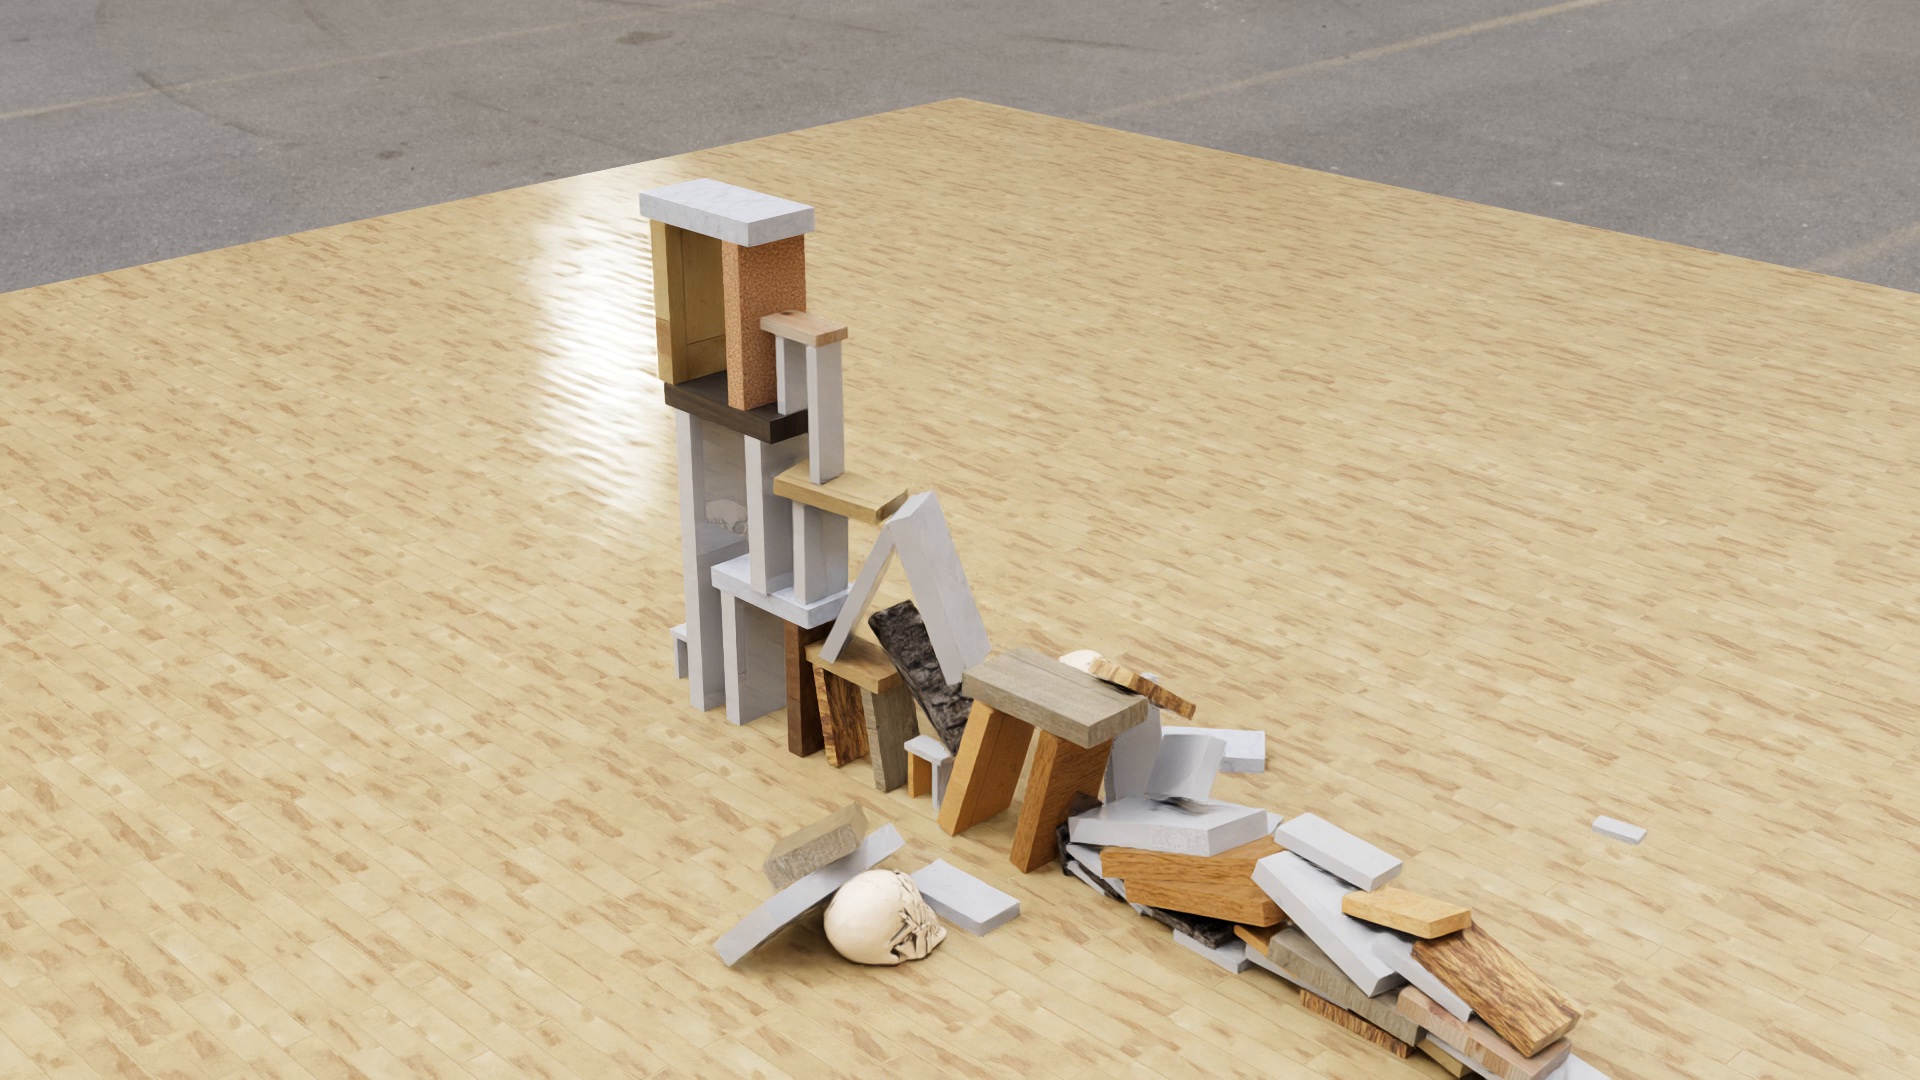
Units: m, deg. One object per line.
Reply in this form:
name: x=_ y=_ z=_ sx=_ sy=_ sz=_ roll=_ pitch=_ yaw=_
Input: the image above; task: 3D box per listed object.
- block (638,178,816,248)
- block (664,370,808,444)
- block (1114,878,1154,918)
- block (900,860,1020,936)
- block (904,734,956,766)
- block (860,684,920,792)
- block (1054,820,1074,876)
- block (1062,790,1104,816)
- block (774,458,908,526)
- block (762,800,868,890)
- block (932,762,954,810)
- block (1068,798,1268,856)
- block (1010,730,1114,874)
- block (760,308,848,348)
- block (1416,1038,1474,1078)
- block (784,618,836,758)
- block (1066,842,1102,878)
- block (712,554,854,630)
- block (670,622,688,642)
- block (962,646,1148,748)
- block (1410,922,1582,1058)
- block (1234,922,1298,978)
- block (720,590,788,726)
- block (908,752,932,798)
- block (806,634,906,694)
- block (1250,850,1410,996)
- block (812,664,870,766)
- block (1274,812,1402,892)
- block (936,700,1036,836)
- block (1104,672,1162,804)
block: x=-0.475 y=-0.667 z=4.462 sx=0.174 sy=0.049 sz=0.347 roll=-21 pitch=31 yaw=-41
block: x=-0.441 y=-0.285 z=4.578 sx=0.172 sy=0.049 sz=0.344 roll=-21 pitch=31 yaw=-41
block: x=0.344 y=0.660 z=4.123 sx=0.052 sy=0.015 sz=0.104 roll=-18 pitch=49 yaw=-43
block: x=-0.001 y=0.672 z=4.138 sx=0.212 sy=0.030 sz=0.106 roll=21 pitch=31 yaw=41
block: x=-0.057 y=0.427 z=4.465 sx=0.105 sy=0.015 sz=0.053 roll=21 pitch=31 yaw=41
block: x=-0.138 y=0.394 z=4.543 sx=0.112 sy=0.224 sz=0.032 roll=-21 pitch=20 yaw=-41
block: x=0.213 y=0.591 z=4.241 sx=0.050 sy=0.099 sz=0.014 roll=-20 pitch=15 yaw=-39
block: x=0.237 y=0.514 z=4.240 sx=0.014 sy=0.048 sz=0.096 roll=38 pitch=6 yaw=35
block: x=-0.241 y=-0.098 z=4.429 sx=0.242 sy=0.034 sz=0.121 roll=17 pitch=30 yaw=24
block: x=-0.265 y=0.566 z=4.099 sx=0.176 sy=0.050 sz=0.352 roll=-27 pitch=-1 yaw=-1
block: x=-0.032 y=0.492 z=4.466 sx=0.015 sy=0.105 sz=0.053 roll=21 pitch=31 yaw=41
block: x=0.389 y=0.538 z=4.143 sx=0.172 sy=0.049 sz=0.345 roll=-11 pitch=6 yaw=-44
block: x=0.198 y=0.477 z=4.215 sx=0.164 sy=0.329 sz=0.047 roll=-20 pitch=44 yaw=-39
block: x=-0.310 y=-0.422 z=4.372 sx=0.085 sy=0.024 sz=0.169 roll=-21 pitch=30 yaw=-40
block: x=0.802 y=0.815 z=3.721 sx=0.111 sy=0.031 sz=0.222 roll=-15 pitch=33 yaw=-34
block: x=-0.295 y=0.292 z=4.673 sx=0.156 sy=0.312 sz=0.044 roll=-21 pitch=31 yaw=-40
block: x=0.254 y=0.606 z=4.201 sx=0.049 sy=0.014 sz=0.099 roll=-19 pitch=40 yaw=-38
block: x=-0.368 y=0.100 z=4.670 sx=0.312 sy=0.044 sz=0.156 roll=21 pitch=31 yaw=41
block: x=-0.602 y=0.215 z=4.968 sx=0.104 sy=0.015 sz=0.052 roll=21 pitch=31 yaw=41
block: x=0.177 y=0.295 z=4.165 sx=0.164 sy=0.047 sz=0.329 roll=-21 pitch=30 yaw=-40
block: x=0.876 y=0.726 z=3.598 sx=0.127 sy=0.036 sz=0.254 roll=-17 pitch=44 yaw=-37
block: x=0.565 y=0.710 z=3.877 sx=0.077 sy=0.022 sz=0.153 roll=-17 pitch=34 yaw=-35
block: x=-0.441 y=0.235 z=4.807 sx=0.044 sy=0.312 sz=0.156 roll=21 pitch=31 yaw=41
block: x=-0.082 y=0.473 z=4.512 sx=0.015 sy=0.105 sz=0.053 roll=21 pitch=31 yaw=41
block: x=-0.204 y=0.252 z=4.548 sx=0.112 sy=0.032 sz=0.224 roll=-21 pitch=31 yaw=-40
block: x=0.659 y=0.645 z=3.778 sx=0.153 sy=0.043 sz=0.305 roll=-11 pitch=41 yaw=-37
block: x=-0.243 y=0.353 z=4.640 sx=0.112 sy=0.224 sz=0.032 roll=-22 pitch=21 yaw=-41
block: x=0.661 y=0.544 z=3.844 sx=0.200 sy=0.028 sz=0.100 roll=26 pitch=27 yaw=35
block: x=0.063 y=0.425 z=4.342 sx=0.164 sy=0.329 sz=0.047 roll=-21 pitch=49 yaw=-41
block: x=0.342 y=0.399 z=4.375 sx=0.124 sy=0.248 sz=0.035 roll=-14 pitch=17 yaw=-30
